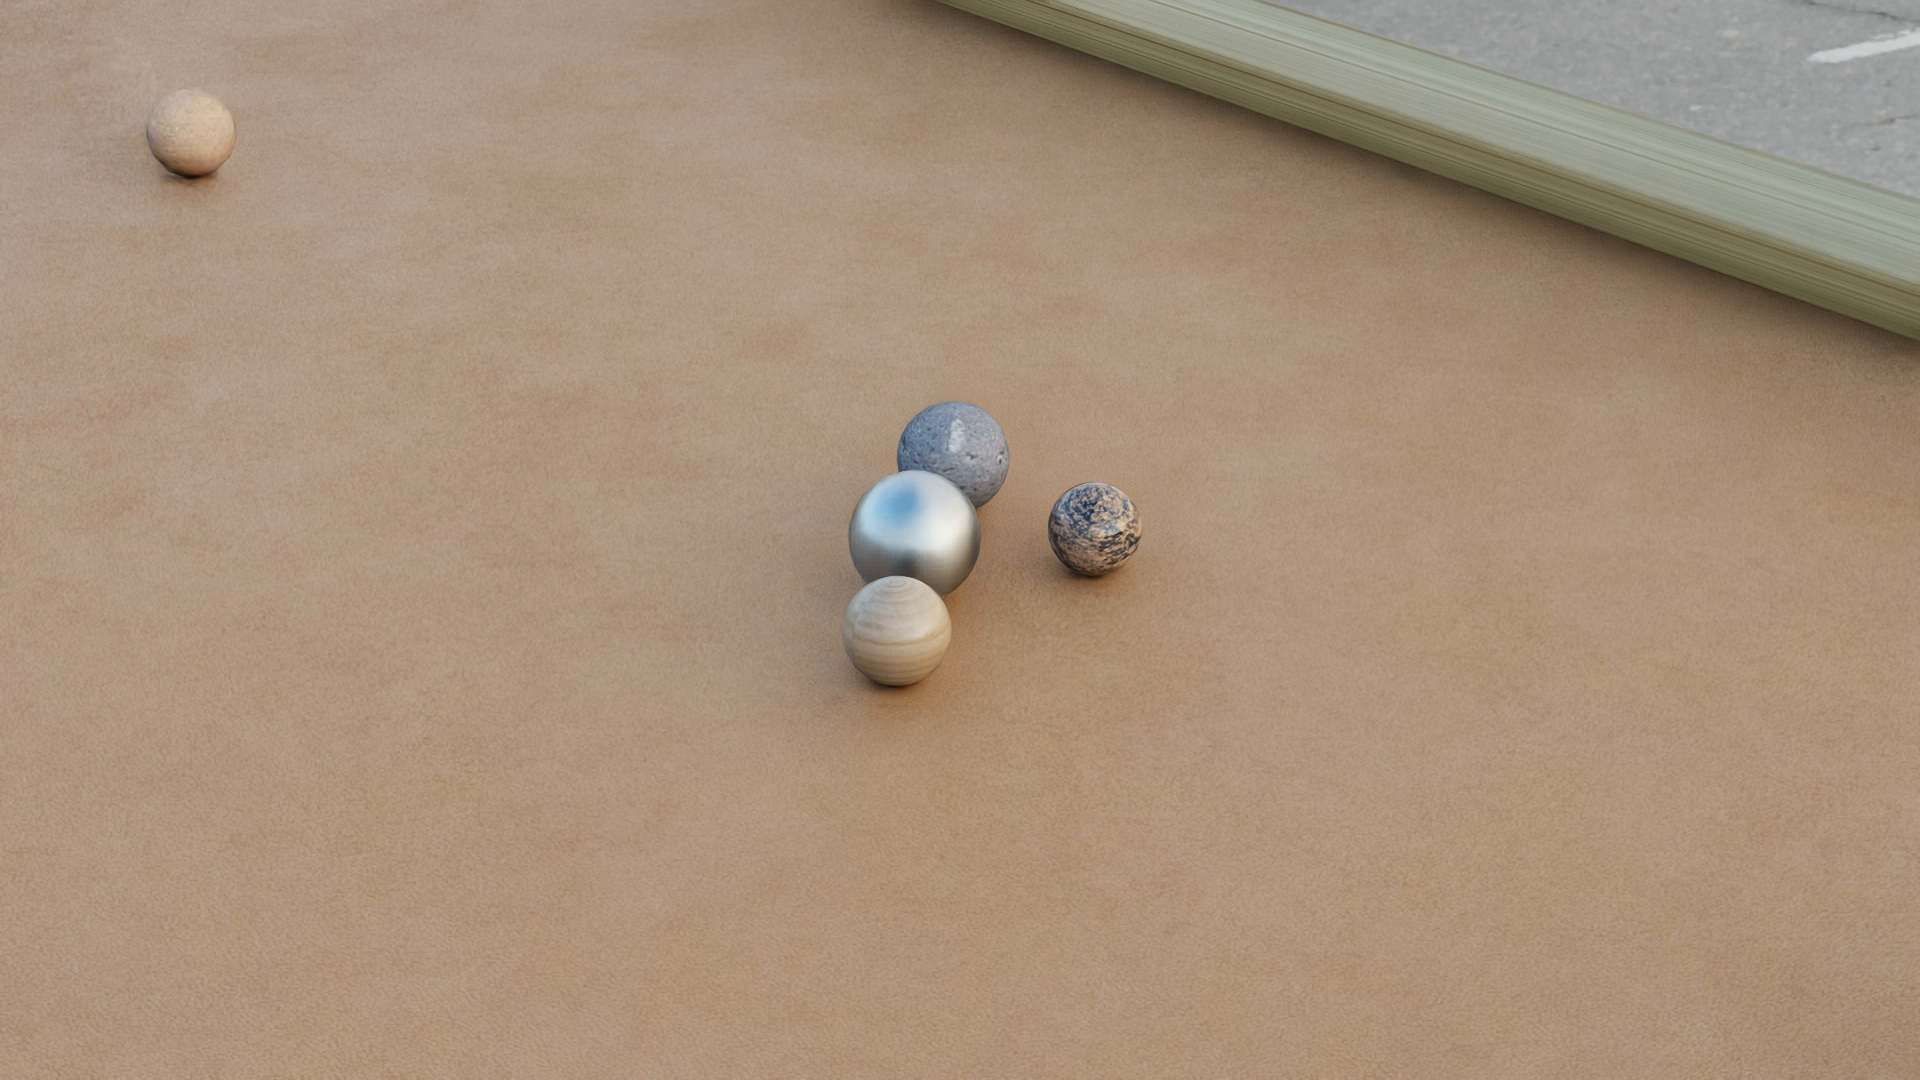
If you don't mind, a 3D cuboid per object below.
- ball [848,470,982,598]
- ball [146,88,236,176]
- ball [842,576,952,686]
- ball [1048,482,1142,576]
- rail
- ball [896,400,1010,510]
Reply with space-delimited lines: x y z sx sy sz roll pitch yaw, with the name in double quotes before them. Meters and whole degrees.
"ball" -0.033 -0.002 2.135 0.097 0.097 0.097 0 25 0
"ball" -0.797 -0.422 3.050 0.090 0.090 0.090 0 25 0
"ball" -0.043 0.062 2.021 0.076 0.076 0.076 0 25 0
"ball" 0.100 -0.008 2.180 0.070 0.070 0.070 0 25 0
"rail" 0.199 -0.594 3.376 0.045 0.126 3.908 -17 30 -33
"ball" -0.005 -0.064 2.279 0.088 0.088 0.088 0 25 0
